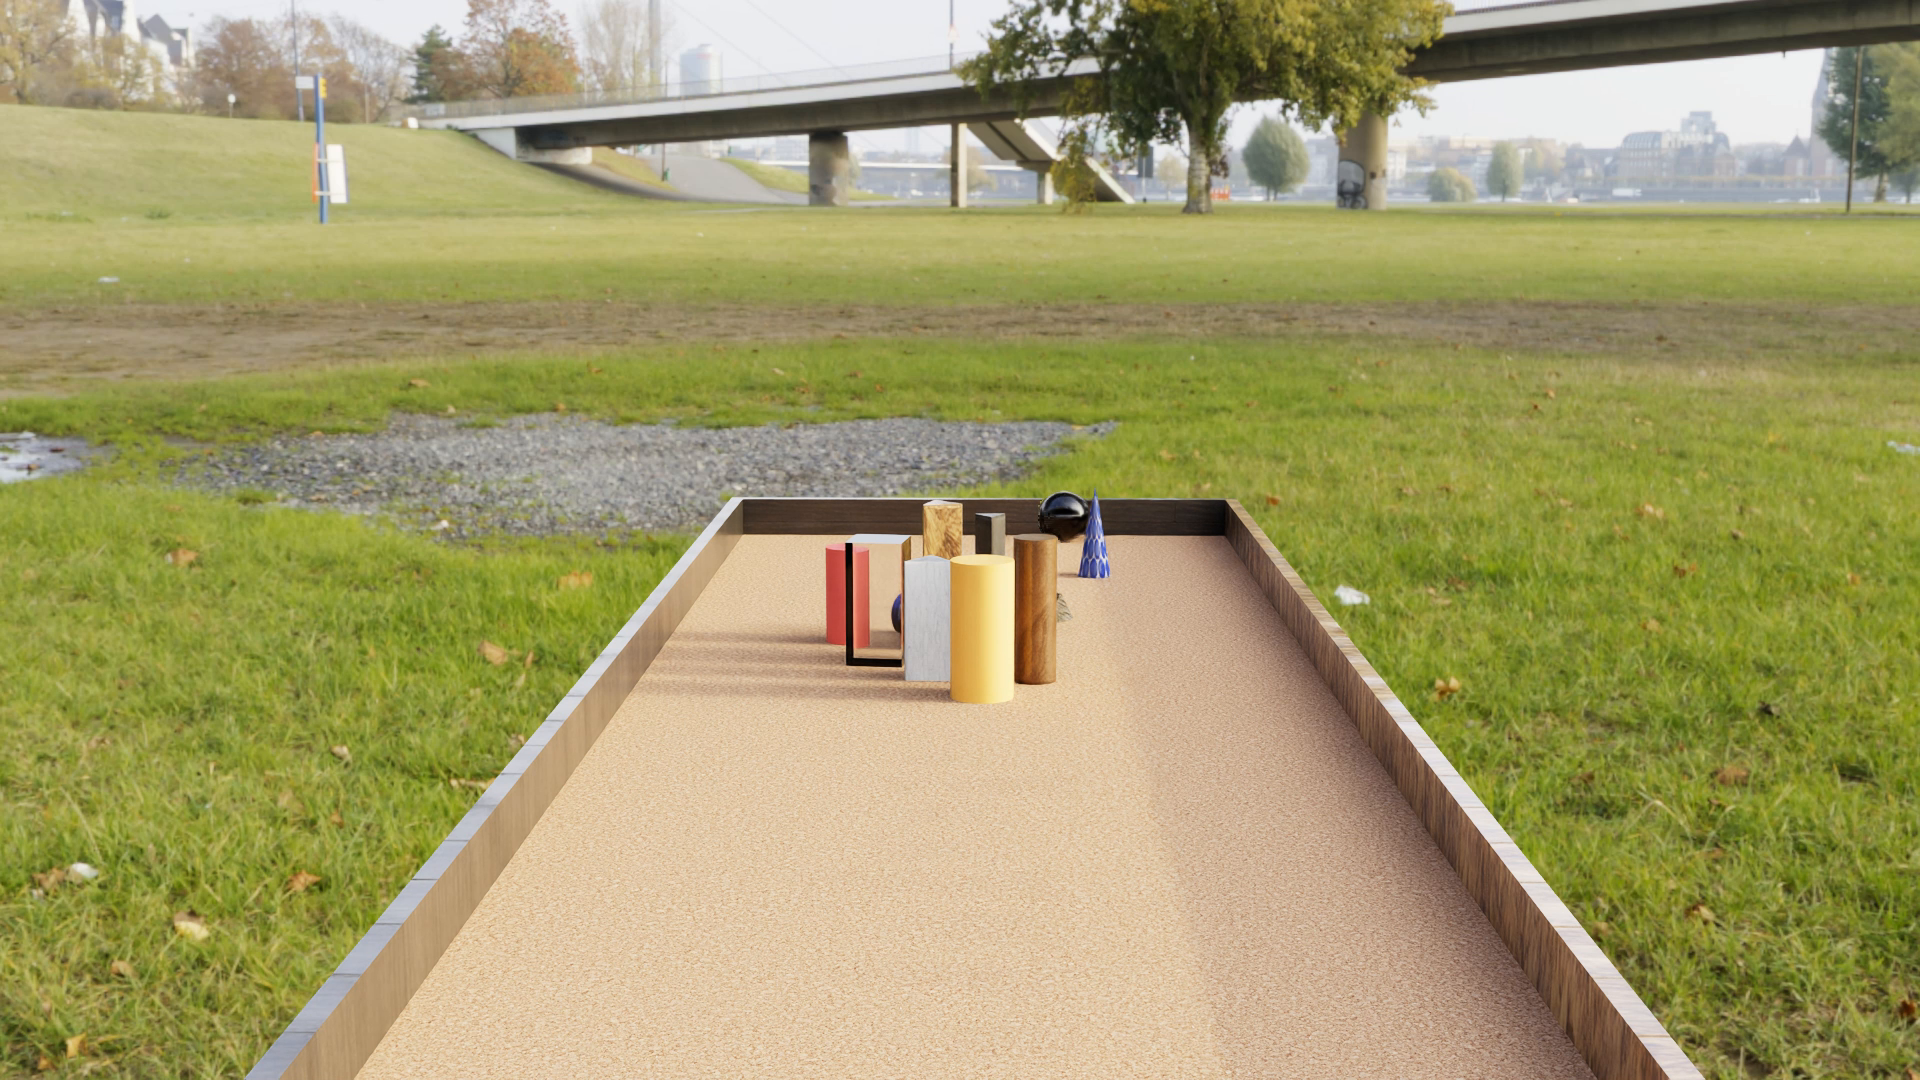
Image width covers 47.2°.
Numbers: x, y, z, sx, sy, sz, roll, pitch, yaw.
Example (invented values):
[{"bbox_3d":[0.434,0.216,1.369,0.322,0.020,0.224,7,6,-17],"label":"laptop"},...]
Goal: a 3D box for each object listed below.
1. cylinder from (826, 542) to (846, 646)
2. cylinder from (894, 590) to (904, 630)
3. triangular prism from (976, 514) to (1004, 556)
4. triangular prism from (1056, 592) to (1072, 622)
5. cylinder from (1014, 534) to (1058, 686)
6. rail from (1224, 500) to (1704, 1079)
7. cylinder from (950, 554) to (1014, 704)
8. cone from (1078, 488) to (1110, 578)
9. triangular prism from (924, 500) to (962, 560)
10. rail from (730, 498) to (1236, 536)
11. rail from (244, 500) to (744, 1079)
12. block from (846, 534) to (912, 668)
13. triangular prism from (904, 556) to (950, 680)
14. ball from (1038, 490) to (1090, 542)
[{"bbox_3d":[-0.350,0.170,6.967,0.149,0.303,0.149,0,9,0],"label":"cylinder"},{"bbox_3d":[-0.034,0.240,7.062,0.334,0.135,0.135,6,11,32],"label":"cylinder"},{"bbox_3d":[0.104,0.141,6.705,0.078,0.443,0.090,-6,11,-34],"label":"triangular prism"},{"bbox_3d":[0.215,0.201,7.422,0.110,0.095,0.373,-8,12,-39],"label":"triangular prism"},{"bbox_3d":[0.218,0.201,6.390,0.127,0.424,0.127,0,9,0],"label":"cylinder"},{"bbox_3d":[1.046,0.843,3.208,0.050,0.150,12.000,0,9,1],"label":"rail"},{"bbox_3d":[0.062,0.249,6.187,0.180,0.392,0.180,0,9,0],"label":"cylinder"},{"bbox_3d":[0.499,-0.034,8.148,0.123,0.336,0.123,0,9,0],"label":"cone"},{"bbox_3d":[-0.065,0.103,6.930,0.124,0.448,0.107,-2,9,-12],"label":"triangular prism"},{"bbox_3d":[0.099,-0.098,9.147,2.100,0.150,0.050,0,9,1],"label":"rail"},{"bbox_3d":[-1.004,0.839,3.234,0.050,0.150,12.000,0,9,1],"label":"rail"},{"bbox_3d":[-0.246,0.182,6.661,0.170,0.376,0.170,1,9,9],"label":"block"},{"bbox_3d":[-0.086,0.227,6.451,0.143,0.352,0.123,0,9,3],"label":"triangular prism"},{"bbox_3d":[0.425,-0.096,8.955,0.207,0.207,0.207,0,9,0],"label":"ball"}]
